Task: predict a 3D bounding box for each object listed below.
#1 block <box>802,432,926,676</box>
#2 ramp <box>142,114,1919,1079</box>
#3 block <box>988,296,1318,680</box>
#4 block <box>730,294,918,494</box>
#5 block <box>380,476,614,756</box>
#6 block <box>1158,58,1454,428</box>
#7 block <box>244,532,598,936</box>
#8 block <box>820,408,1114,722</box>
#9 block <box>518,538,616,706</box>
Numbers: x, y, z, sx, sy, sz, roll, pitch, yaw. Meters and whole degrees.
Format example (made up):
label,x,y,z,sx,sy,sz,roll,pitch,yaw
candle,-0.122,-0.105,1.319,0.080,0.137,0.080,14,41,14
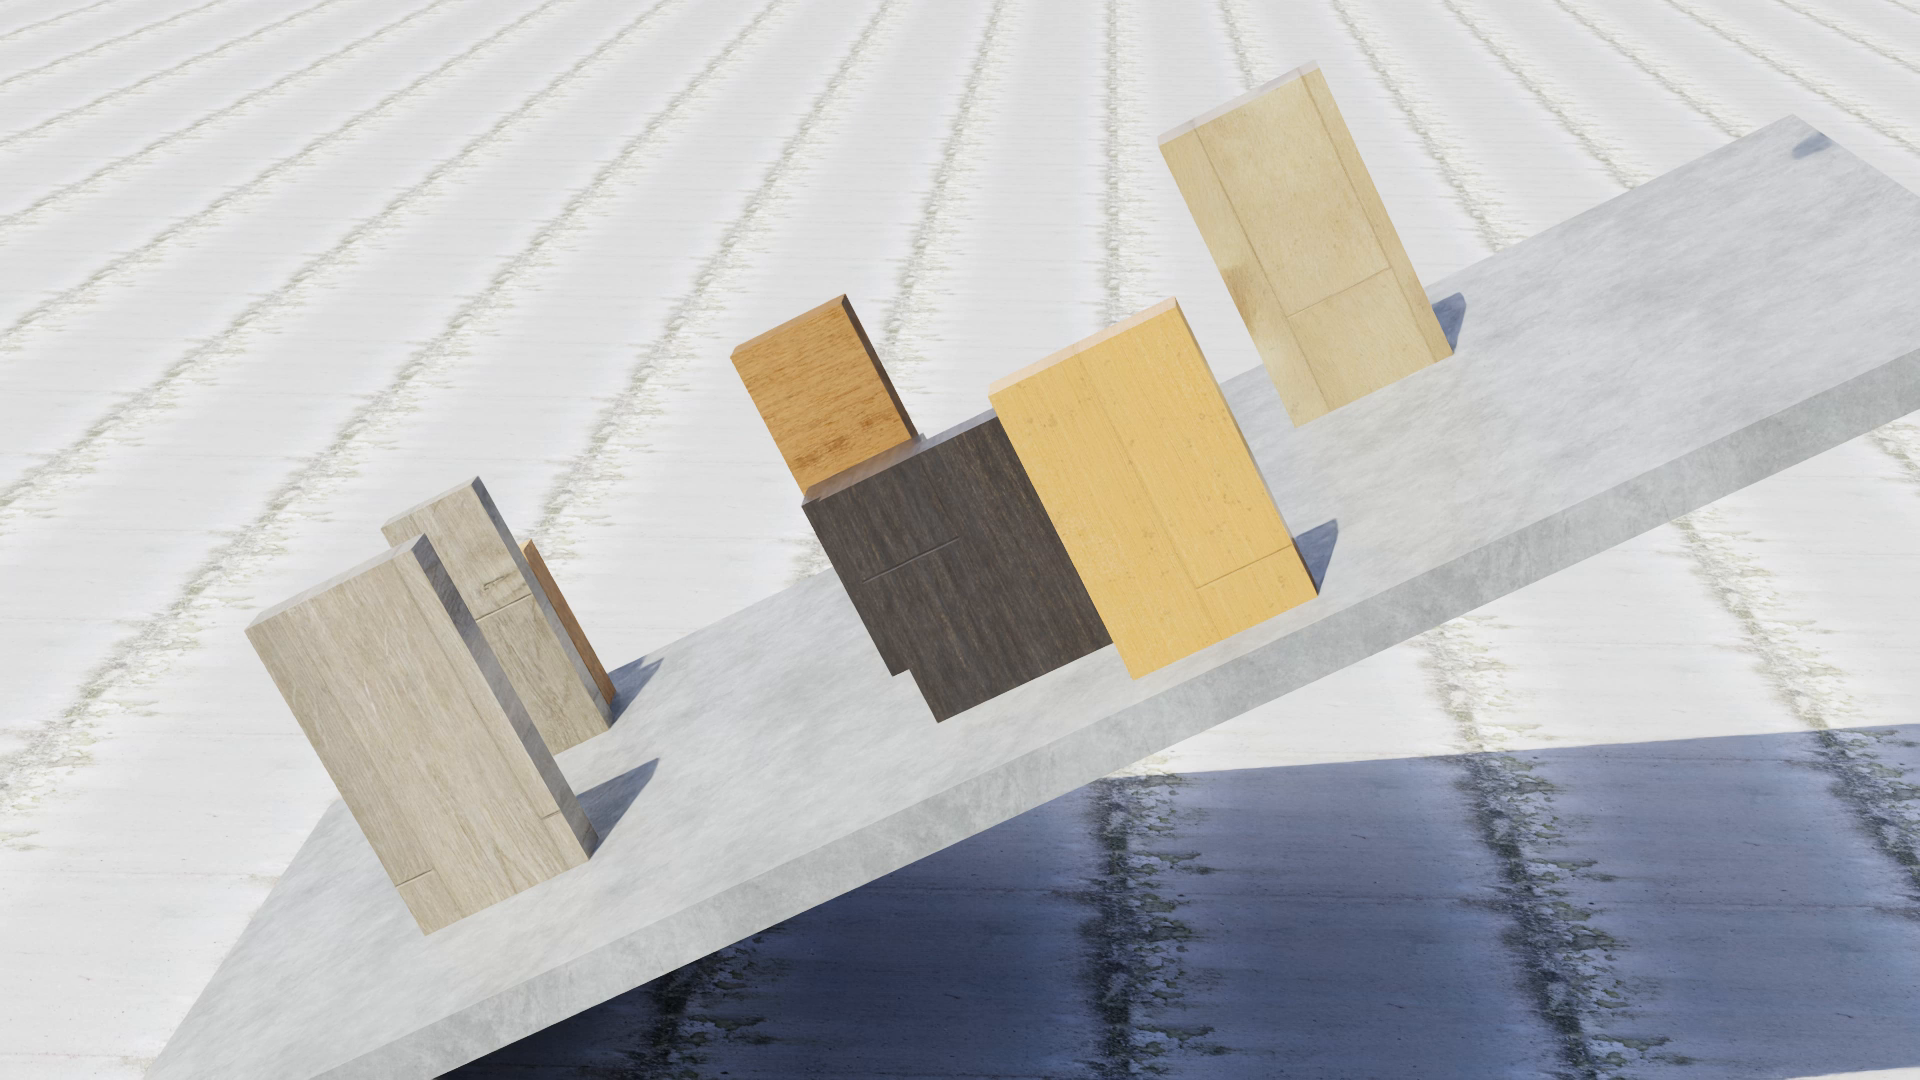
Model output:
label,x,y,z,sx,sy,sz,roll,pitch,yaw
block,-0.109,0.031,6.163,0.274,0.415,0.143,-25,14,10
ramp,0.139,0.168,6.281,4.000,0.100,2.000,-25,14,10
block,0.352,-0.091,5.335,0.371,0.596,0.098,-25,14,10
block,-0.213,-0.160,6.441,0.271,0.707,0.106,-25,14,10
block,-1.077,0.198,6.877,0.242,0.664,0.084,-25,14,10
block,0.750,-0.642,6.396,0.377,0.691,0.144,-25,14,10
block,-1.092,0.401,6.001,0.390,0.737,0.120,-25,14,10
block,0.020,0.047,5.670,0.389,0.500,0.089,-25,14,10
block,-1.101,0.273,7.141,0.355,0.433,0.106,-25,14,10
